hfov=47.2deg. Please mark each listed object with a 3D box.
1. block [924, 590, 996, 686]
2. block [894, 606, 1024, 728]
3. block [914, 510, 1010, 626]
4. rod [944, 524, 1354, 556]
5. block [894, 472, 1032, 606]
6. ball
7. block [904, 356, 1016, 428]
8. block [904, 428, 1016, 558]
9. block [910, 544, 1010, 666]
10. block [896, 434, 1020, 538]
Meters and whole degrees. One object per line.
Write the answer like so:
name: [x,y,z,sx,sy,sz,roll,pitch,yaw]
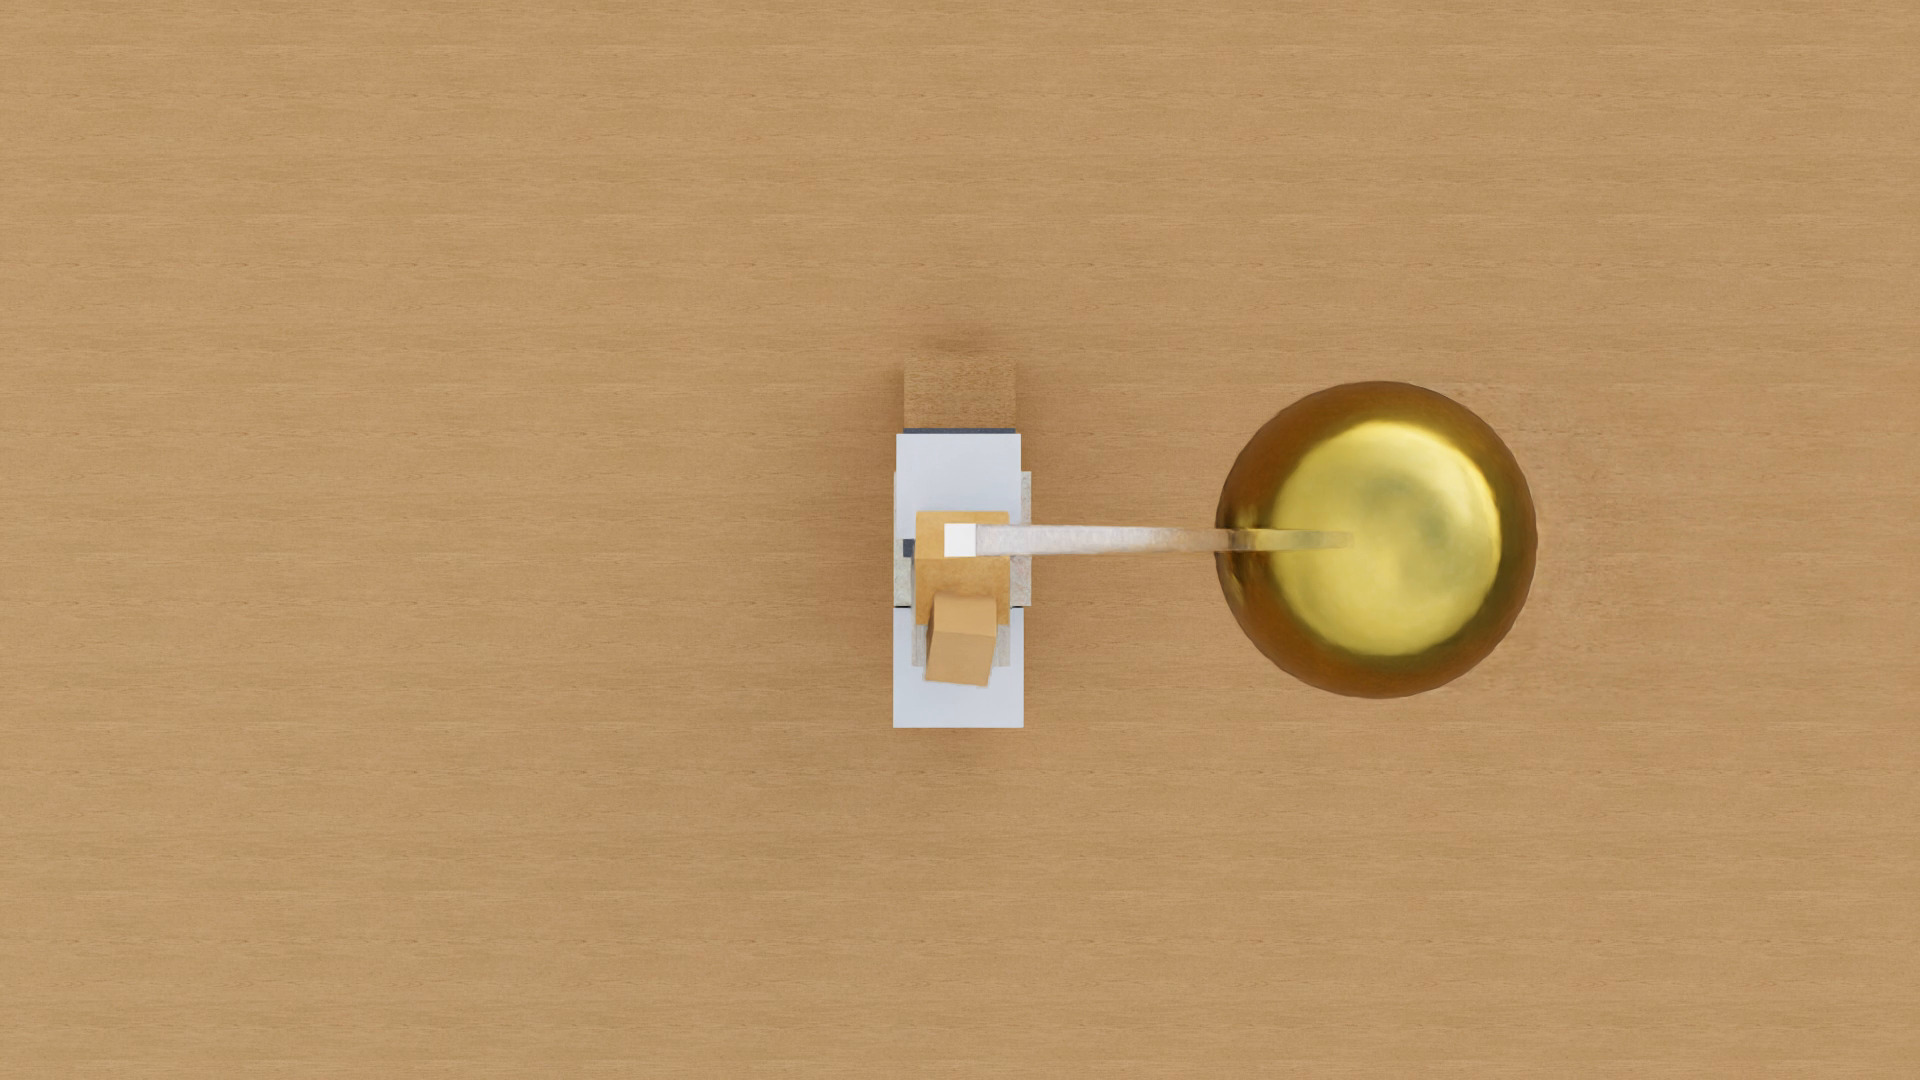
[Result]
block: [0.003,0.476,10.659,0.303,0.297,0.325,6,129,-5]
block: [-0.009,0.713,12.638,0.726,0.724,0.667,0,90,0]
block: [0.012,0.137,10.819,0.457,0.375,0.420,0,128,0]
rod: [0.899,0.000,7.834,0.080,5.200,0.080,0,90,20]
block: [0.013,-0.007,12.655,0.769,0.690,0.752,0,90,0]
ball: [2.074,0.000,11.024,1.600,1.600,1.600,0,90,0]
block: [0.000,-0.720,12.737,0.632,0.526,0.653,0,90,0]
block: [-0.004,-0.250,11.981,0.595,0.657,0.686,0,90,0]
block: [0.003,0.332,11.411,0.503,0.562,0.526,0,101,0]
block: [-0.006,-0.268,11.324,0.621,0.658,0.524,0,90,0]
